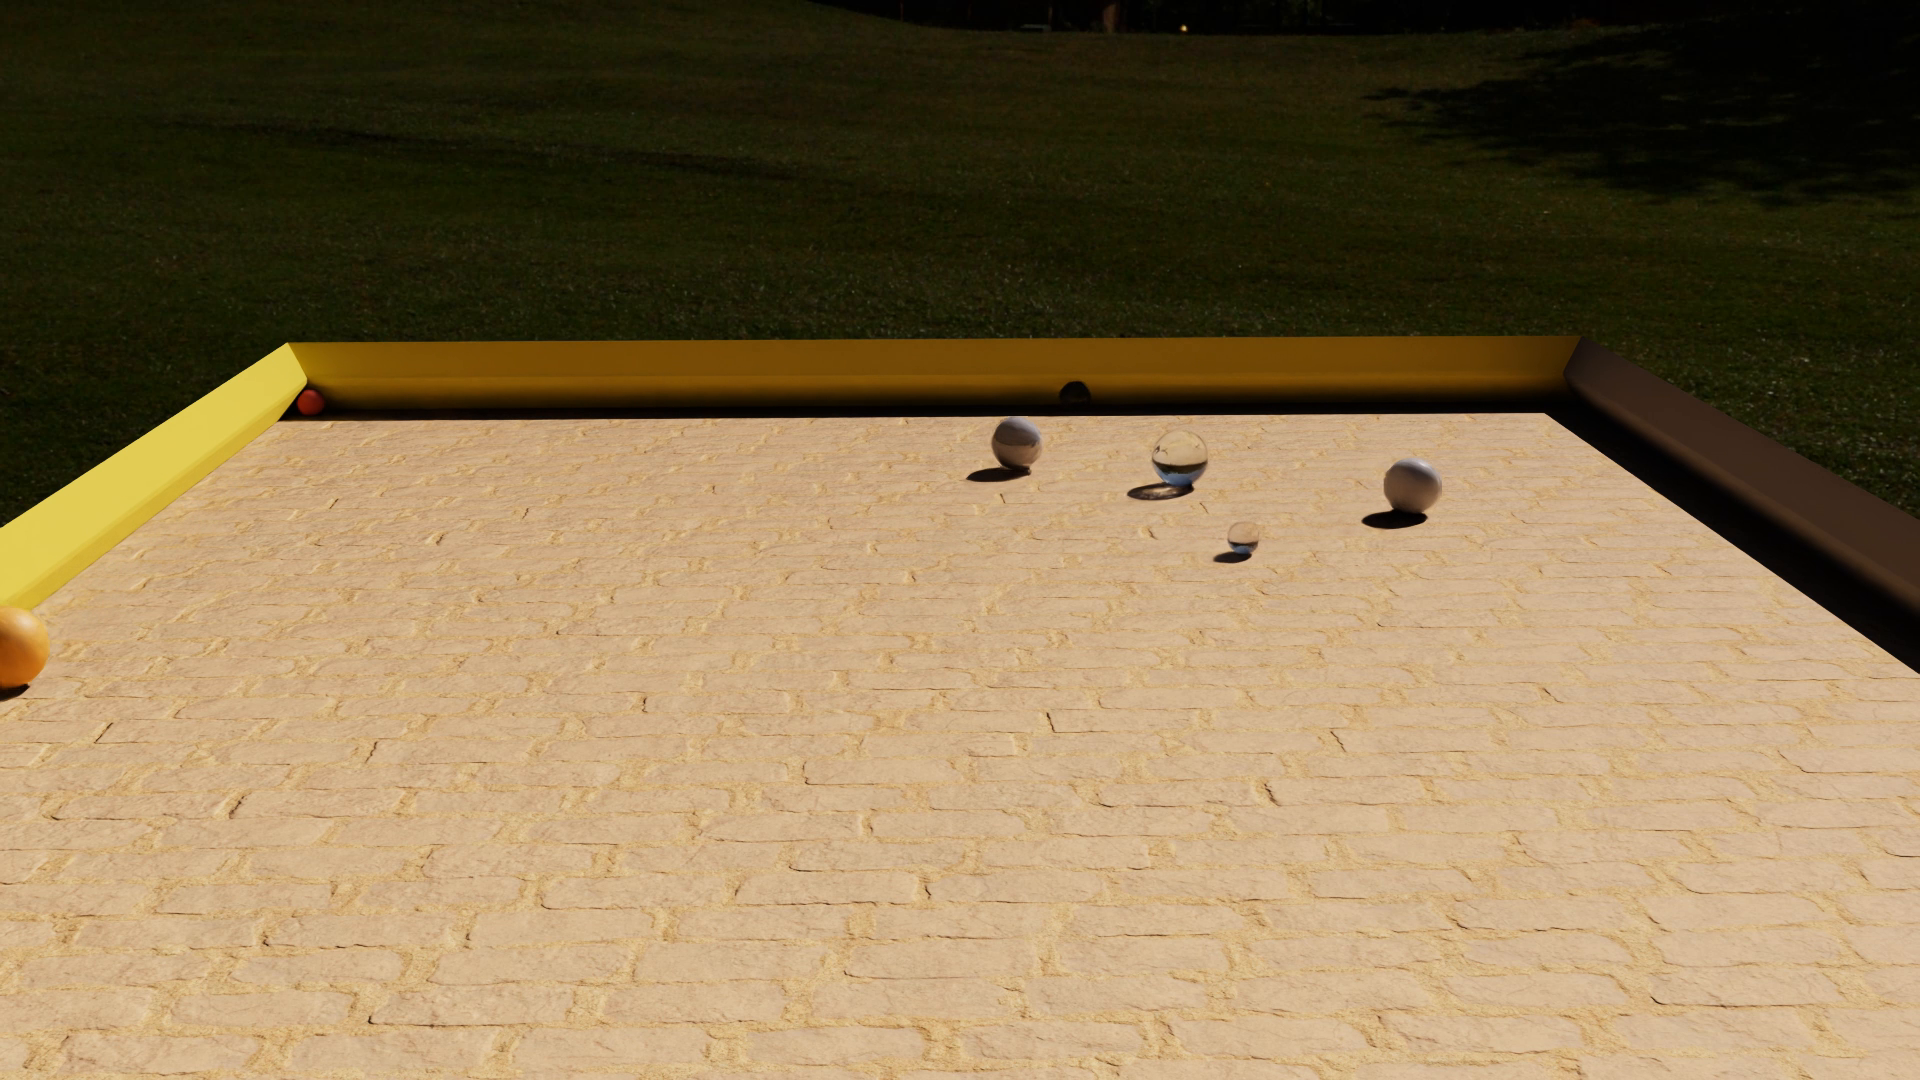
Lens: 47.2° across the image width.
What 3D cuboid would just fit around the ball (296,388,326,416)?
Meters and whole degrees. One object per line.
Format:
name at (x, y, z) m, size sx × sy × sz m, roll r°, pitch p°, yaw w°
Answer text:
ball at (-1.151, -0.244, 3.903) m, size 0.049 × 0.049 × 0.049 m, roll 0°, pitch 15°, yaw 0°

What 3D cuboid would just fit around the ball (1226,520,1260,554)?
ball at (0.387, -0.003, 3.004) m, size 0.046 × 0.046 × 0.046 m, roll 0°, pitch 15°, yaw 0°

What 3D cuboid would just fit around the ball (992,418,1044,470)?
ball at (0.091, -0.153, 3.493) m, size 0.083 × 0.083 × 0.083 m, roll 0°, pitch 15°, yaw 0°

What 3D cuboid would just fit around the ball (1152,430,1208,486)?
ball at (0.339, -0.126, 3.386) m, size 0.087 × 0.087 × 0.087 m, roll 0°, pitch 15°, yaw 0°

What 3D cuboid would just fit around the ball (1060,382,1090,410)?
ball at (0.206, -0.258, 3.948) m, size 0.053 × 0.053 × 0.053 m, roll 0°, pitch 15°, yaw 0°

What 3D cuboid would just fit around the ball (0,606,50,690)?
ball at (-1.064, 0.120, 2.450) m, size 0.093 × 0.093 × 0.093 m, roll 0°, pitch 15°, yaw 0°

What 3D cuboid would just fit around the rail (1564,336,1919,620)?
rail at (1.182, 0.241, 1.937) m, size 0.045 × 0.120 × 4.317 m, roll 0°, pitch 15°, yaw -2°

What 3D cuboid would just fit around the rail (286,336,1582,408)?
rail at (-0.034, -0.298, 3.963) m, size 2.342 × 0.120 × 0.045 m, roll 0°, pitch 15°, yaw -2°

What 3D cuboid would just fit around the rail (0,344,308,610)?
rail at (-1.112, 0.260, 1.865) m, size 0.045 × 0.120 × 4.317 m, roll 0°, pitch 15°, yaw -2°

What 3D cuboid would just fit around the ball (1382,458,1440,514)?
ball at (0.661, -0.079, 3.216) m, size 0.082 × 0.082 × 0.082 m, roll 0°, pitch 15°, yaw 0°
